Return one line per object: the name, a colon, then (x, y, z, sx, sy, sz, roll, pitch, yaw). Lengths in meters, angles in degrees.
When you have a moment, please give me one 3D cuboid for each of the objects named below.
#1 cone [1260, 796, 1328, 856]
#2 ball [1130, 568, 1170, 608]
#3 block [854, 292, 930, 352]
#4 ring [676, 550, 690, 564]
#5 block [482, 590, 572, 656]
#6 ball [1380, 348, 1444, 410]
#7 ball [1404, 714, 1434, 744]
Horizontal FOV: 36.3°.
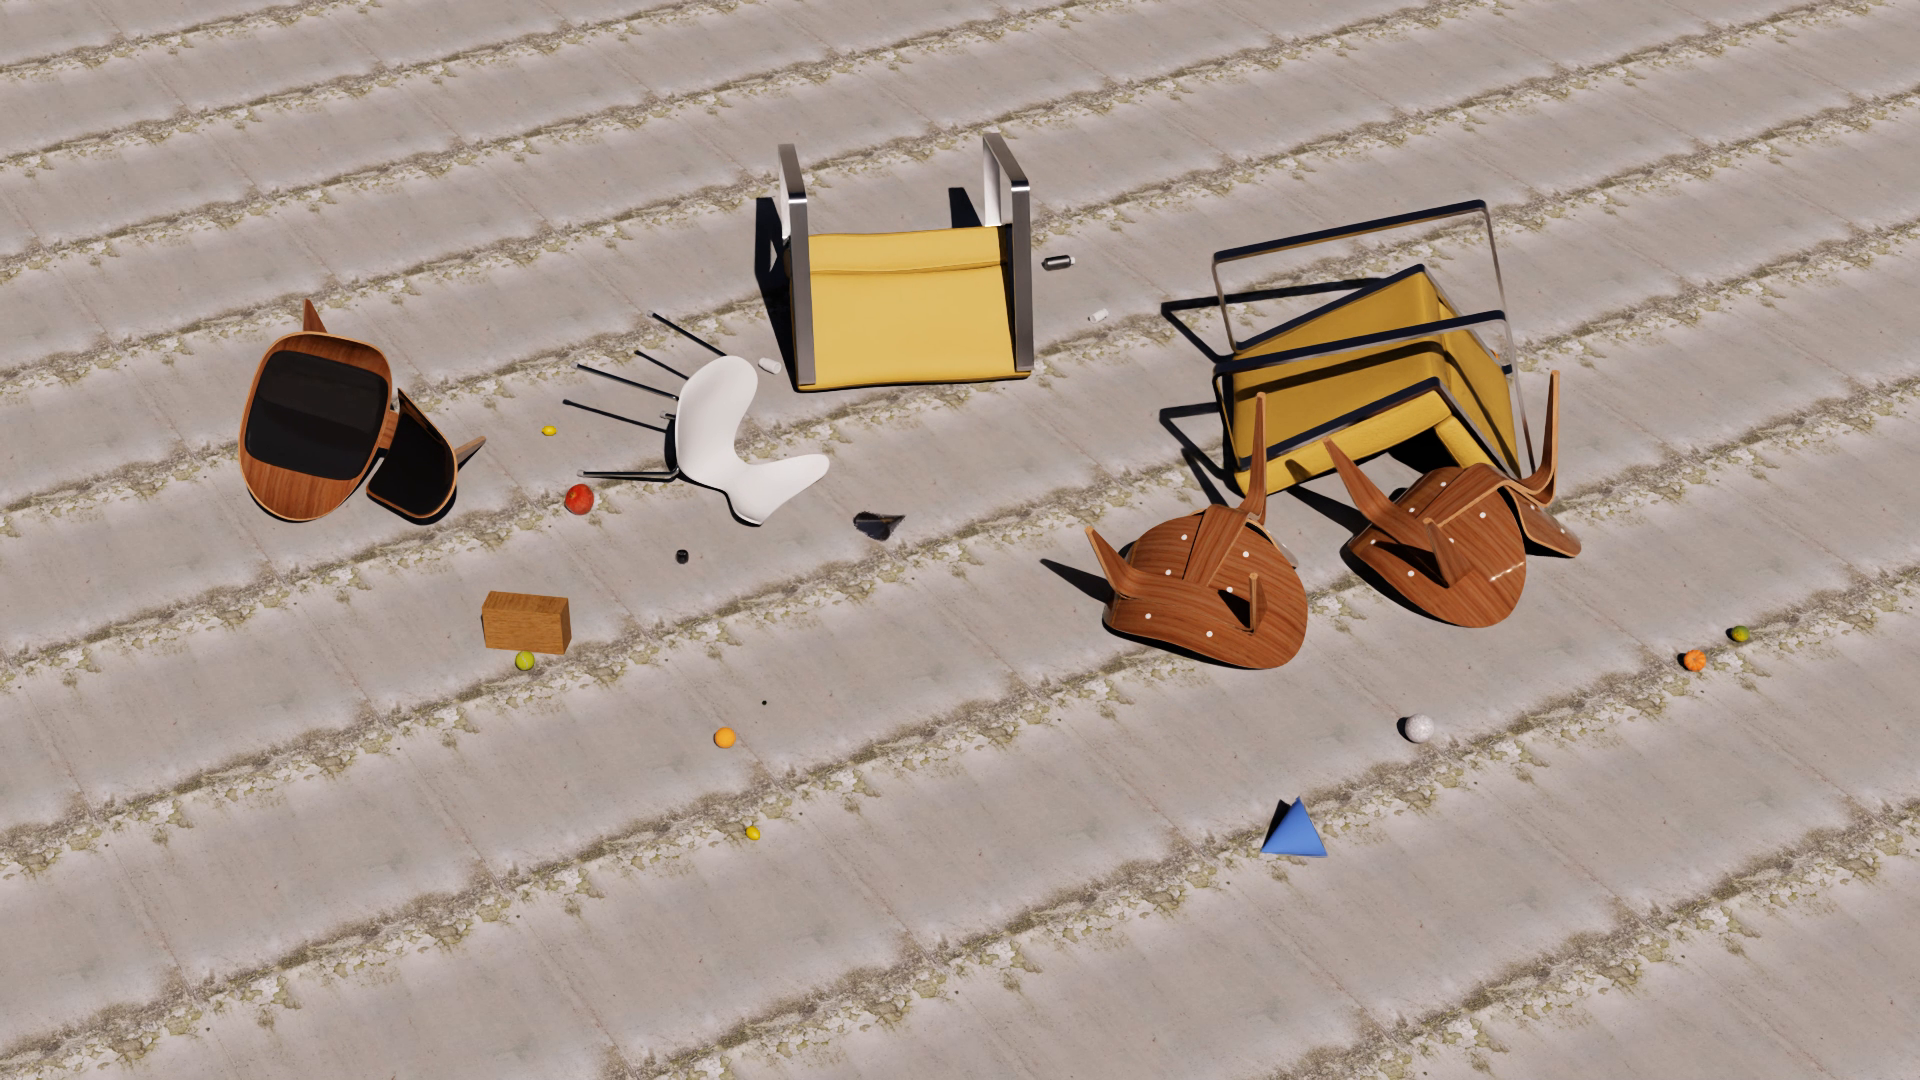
cone: (1.049, 0.960, 9.415, 0.191, 0.161, 0.220, -27, 62, 5)
ball: (0.685, 0.171, 10.550, 0.149, 0.149, 0.149, 0, 33, 0)
block: (-0.281, -0.902, 12.136, 0.298, 0.195, 0.141, -3, 33, -4)
ring: (-1.024, 0.062, 10.816, 0.049, 0.039, 0.055, -10, 36, -19)
block: (-1.527, 0.293, 10.342, 0.284, 0.175, 0.104, 5, 34, 7)
ball: (1.805, -0.646, 11.700, 0.248, 0.248, 0.248, 0, 33, 0)
ball: (1.551, 0.634, 9.890, 0.101, 0.101, 0.101, 0, 33, 0)
